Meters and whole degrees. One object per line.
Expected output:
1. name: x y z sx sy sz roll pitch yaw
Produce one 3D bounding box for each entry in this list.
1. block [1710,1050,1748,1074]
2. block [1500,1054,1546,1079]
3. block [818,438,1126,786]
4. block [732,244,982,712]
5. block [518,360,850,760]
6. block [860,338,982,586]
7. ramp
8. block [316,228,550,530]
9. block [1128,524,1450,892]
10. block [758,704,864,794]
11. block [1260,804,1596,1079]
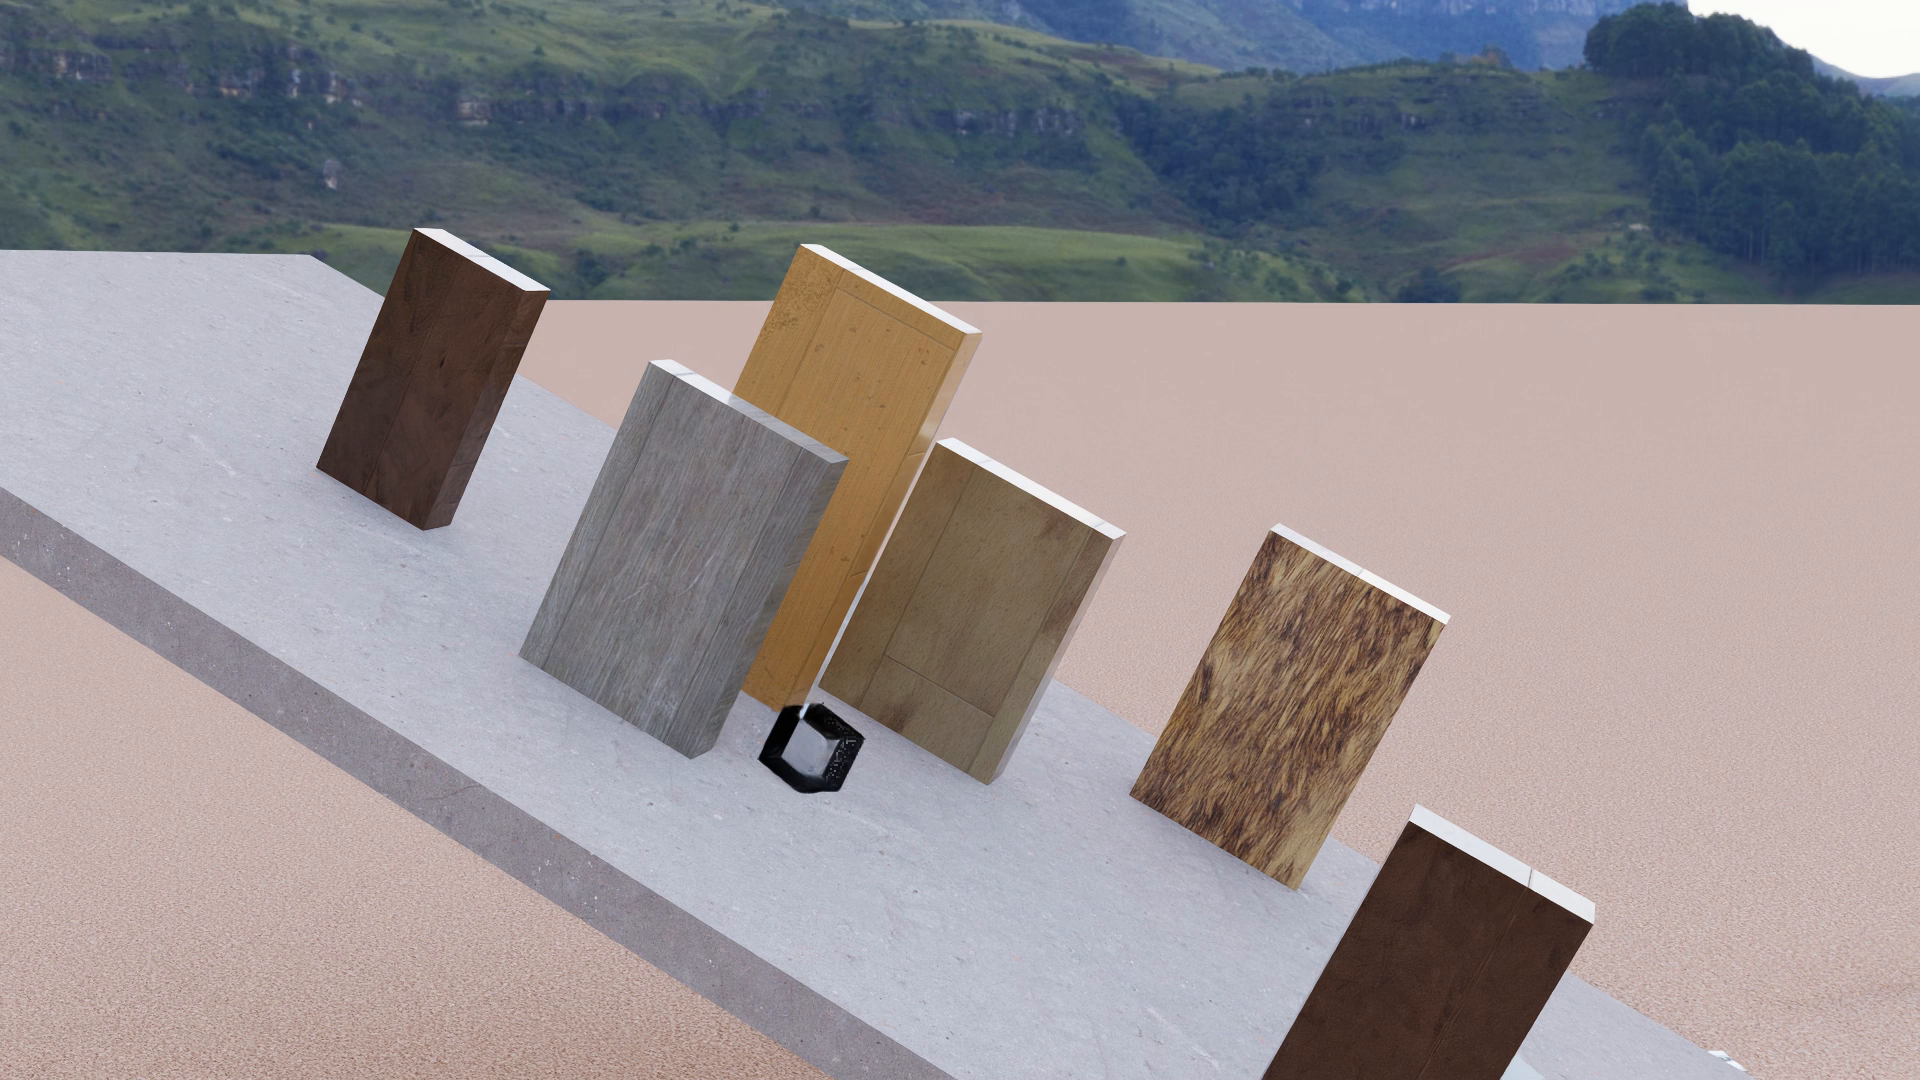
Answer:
1. block: 1.632 1.206 4.817 0.130 0.130 0.130 -1 7 -5
2. block: 0.882 0.955 3.588 0.166 0.166 0.166 12 20 -45
3. block: 0.020 0.136 4.237 0.387 0.542 0.108 29 14 12
4. block: -0.292 -0.109 4.053 0.350 0.789 0.102 29 14 12
5. block: -0.468 0.032 3.689 0.357 0.564 0.086 29 14 12
6. block: -0.244 -0.246 4.954 0.327 0.640 0.128 29 14 12
7. ramp: -0.238 0.399 4.156 4.000 0.100 2.000 29 14 12
8. block: -0.985 -0.300 4.106 0.251 0.498 0.099 29 14 12
9. block: 0.668 0.340 4.481 0.390 0.629 0.116 29 14 12
10. block: -0.257 0.362 3.817 0.110 0.110 0.110 35 16 31
11. block: 0.592 0.704 3.019 0.269 0.625 0.099 29 14 12
